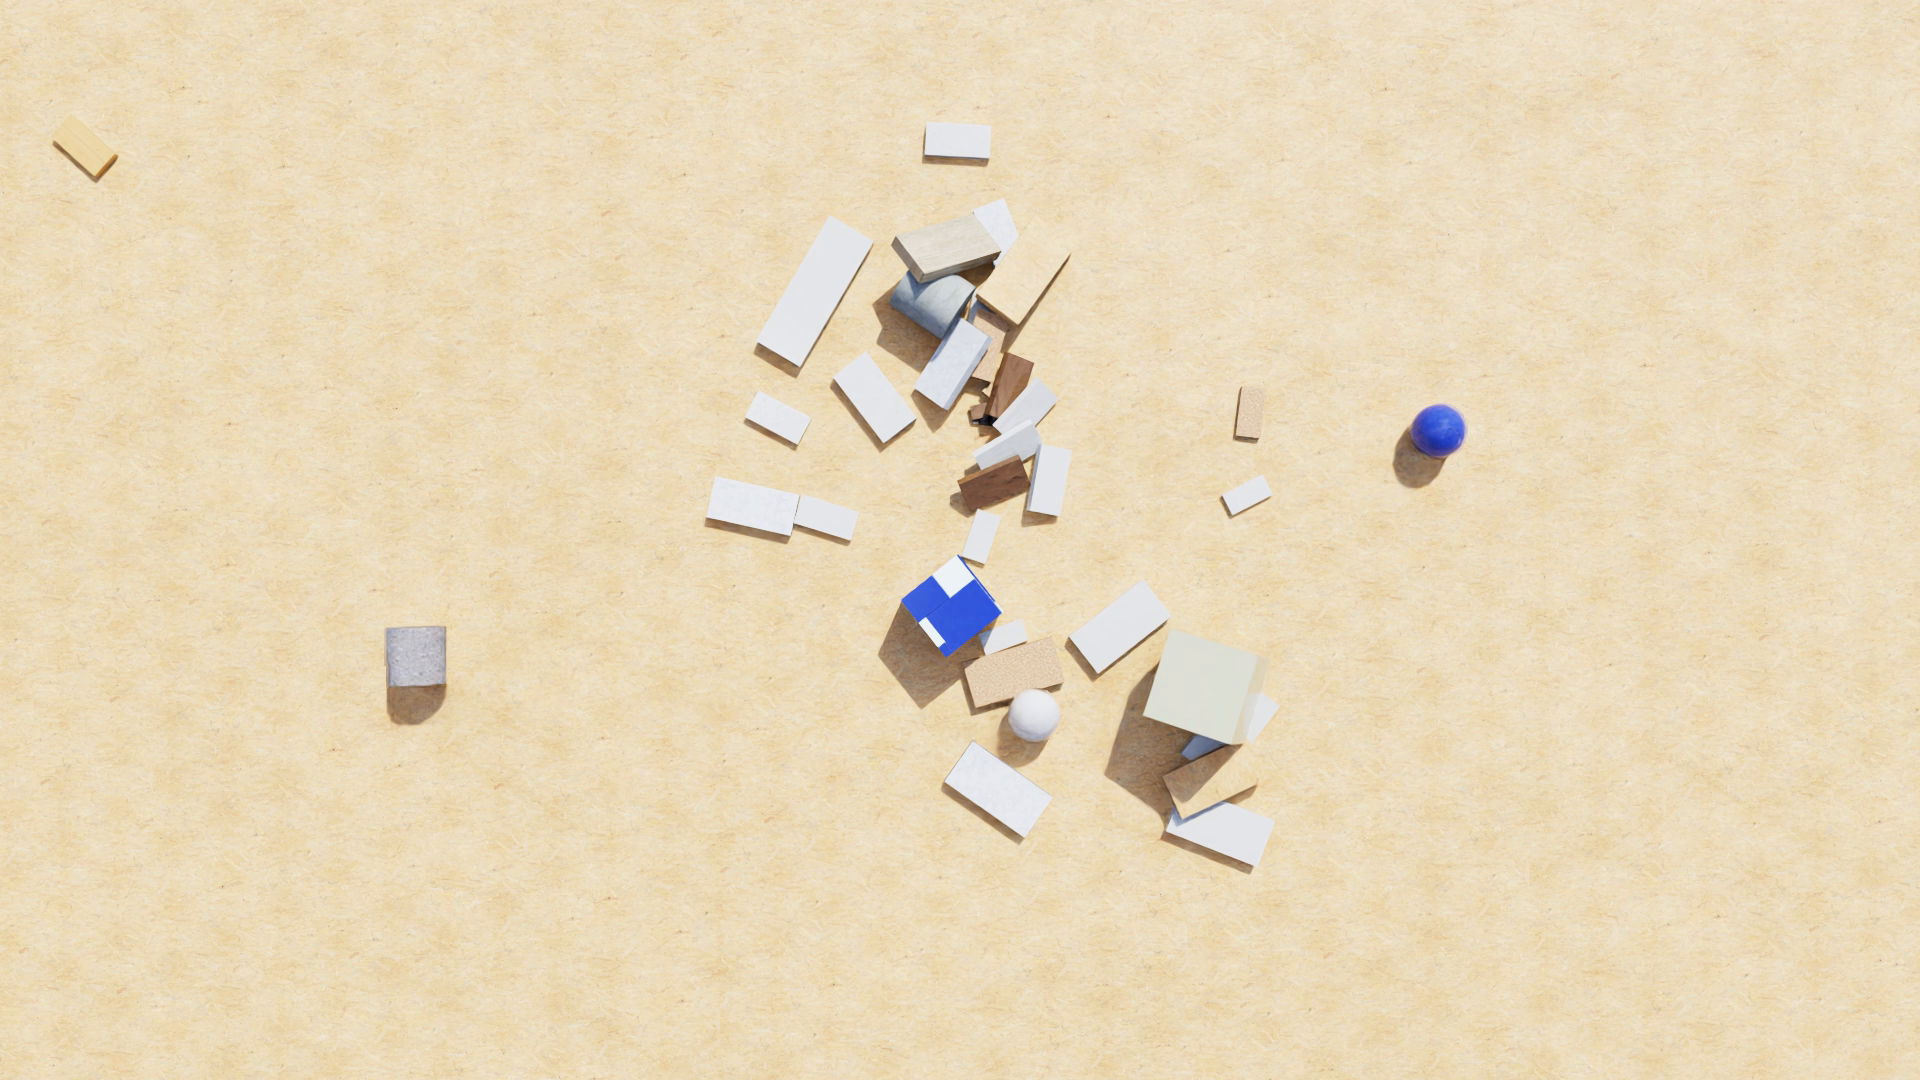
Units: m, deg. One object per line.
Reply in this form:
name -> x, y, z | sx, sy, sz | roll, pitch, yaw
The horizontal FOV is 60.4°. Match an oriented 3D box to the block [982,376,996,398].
block -> 0.120, -0.511, 5.480 | 0.047, 0.013, 0.094 | 42, 73, 0

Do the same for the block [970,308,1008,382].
block -> 0.081, -0.643, 5.453 | 0.110, 0.031, 0.221 | 16, 90, 0

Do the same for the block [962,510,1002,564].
block -> 0.071, -0.012, 5.488 | 0.082, 0.023, 0.165 | 19, 90, 0

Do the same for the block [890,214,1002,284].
block -> -0.042, -0.949, 5.360 | 0.337, 0.048, 0.168 | -23, 70, -36

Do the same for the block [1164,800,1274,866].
block -> 0.862, 0.947, 5.477 | 0.324, 0.046, 0.162 | 21, 90, 0

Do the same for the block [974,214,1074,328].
block -> 0.215, -0.886, 5.437 | 0.168, 0.048, 0.337 | 37, 79, -6

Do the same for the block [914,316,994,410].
block -> -0.023, -0.582, 5.430 | 0.139, 0.039, 0.277 | 37, 100, 27

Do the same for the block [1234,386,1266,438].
block -> 0.967, -0.425, 5.488 | 0.082, 0.023, 0.165 | 7, 90, 0

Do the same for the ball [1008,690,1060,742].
ball -> 0.242, 0.577, 5.415 | 0.171, 0.171, 0.171 | 0, 90, 0

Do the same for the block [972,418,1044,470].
block -> 0.161, -0.298, 5.454 | 0.222, 0.031, 0.111 | -31, 128, 0

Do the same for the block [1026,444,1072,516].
block -> 0.295, -0.199, 5.465 | 0.111, 0.031, 0.222 | 10, 90, -22

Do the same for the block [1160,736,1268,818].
block -> 0.835, 0.780, 5.432 | 0.309, 0.044, 0.154 | -25, 90, 0

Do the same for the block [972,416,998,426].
block -> 0.087, -0.405, 5.493 | 0.094, 0.013, 0.047 | 7, 90, 0

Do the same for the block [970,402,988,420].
block -> 0.083, -0.432, 5.480 | 0.094, 0.013, 0.047 | -12, 90, 0

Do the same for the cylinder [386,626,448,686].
cylinder -> -1.781, 0.378, 5.408 | 0.185, 0.185, 0.185 | -2, 90, 0

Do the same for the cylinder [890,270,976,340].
cylinder -> -0.089, -0.799, 5.398 | 0.206, 0.206, 0.206 | 34, 90, 0

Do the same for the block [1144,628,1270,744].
block -> 0.800, 0.473, 5.314 | 0.290, 0.290, 0.290 | 17, 89, 19

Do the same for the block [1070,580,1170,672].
block -> 0.531, 0.286, 5.478 | 0.309, 0.044, 0.154 | -38, 90, 0

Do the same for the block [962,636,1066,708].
block -> 0.179, 0.437, 5.478 | 0.309, 0.044, 0.154 | -16, 90, 0

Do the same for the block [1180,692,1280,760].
block -> 0.896, 0.629, 5.477 | 0.162, 0.046, 0.324 | 38, 90, 0

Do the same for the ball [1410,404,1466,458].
ball -> 1.568, -0.357, 5.411 | 0.177, 0.177, 0.177 | 0, 90, 0

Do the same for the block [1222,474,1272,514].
block -> 0.955, -0.151, 5.489 | 0.150, 0.021, 0.075 | -27, 90, 0

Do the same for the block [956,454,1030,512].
block -> 0.113, -0.189, 5.458 | 0.222, 0.031, 0.111 | -23, 121, 0

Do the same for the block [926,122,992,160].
block -> -0.006, -1.327, 5.485 | 0.215, 0.030, 0.108 | 3, 90, 0

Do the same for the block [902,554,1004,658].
block -> -0.025, 0.210, 5.382 | 0.235, 0.235, 0.235 | -39, 90, 0

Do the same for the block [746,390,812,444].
block -> -0.604, -0.407, 5.486 | 0.198, 0.028, 0.099 | 28, 90, 0

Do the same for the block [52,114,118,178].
block -> -2.912, -1.311, 5.486 | 0.198, 0.028, 0.099 | 42, 90, 0

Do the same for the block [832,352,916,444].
block -> -0.282, -0.473, 5.480 | 0.139, 0.039, 0.277 | -37, 90, 0

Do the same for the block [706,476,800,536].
block -> -0.686, -0.113, 5.480 | 0.285, 0.039, 0.139 | 13, 90, 0

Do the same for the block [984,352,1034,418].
block -> 0.164, -0.502, 5.457 | 0.108, 0.030, 0.215 | 18, 90, -34

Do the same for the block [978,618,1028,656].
block -> 0.144, 0.323, 5.489 | 0.150, 0.021, 0.075 | -20, 90, 0

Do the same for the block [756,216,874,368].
block -> -0.480, -0.824, 5.476 | 0.168, 0.048, 0.481 | 30, 90, 0

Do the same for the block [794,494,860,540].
block -> -0.443, -0.075, 5.486 | 0.198, 0.028, 0.099 | 17, 90, 0

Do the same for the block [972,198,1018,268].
block -> 0.134, -1.012, 5.484 | 0.110, 0.031, 0.221 | -21, 90, 0

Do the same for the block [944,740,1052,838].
block -> 0.128, 0.825, 5.477 | 0.324, 0.046, 0.162 | 35, 90, 0

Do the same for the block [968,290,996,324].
block -> 0.079, -0.713, 5.484 | 0.110, 0.031, 0.221 | 12, 90, 0

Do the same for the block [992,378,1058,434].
block -> 0.218, -0.423, 5.456 | 0.215, 0.030, 0.108 | -48, 126, 0
